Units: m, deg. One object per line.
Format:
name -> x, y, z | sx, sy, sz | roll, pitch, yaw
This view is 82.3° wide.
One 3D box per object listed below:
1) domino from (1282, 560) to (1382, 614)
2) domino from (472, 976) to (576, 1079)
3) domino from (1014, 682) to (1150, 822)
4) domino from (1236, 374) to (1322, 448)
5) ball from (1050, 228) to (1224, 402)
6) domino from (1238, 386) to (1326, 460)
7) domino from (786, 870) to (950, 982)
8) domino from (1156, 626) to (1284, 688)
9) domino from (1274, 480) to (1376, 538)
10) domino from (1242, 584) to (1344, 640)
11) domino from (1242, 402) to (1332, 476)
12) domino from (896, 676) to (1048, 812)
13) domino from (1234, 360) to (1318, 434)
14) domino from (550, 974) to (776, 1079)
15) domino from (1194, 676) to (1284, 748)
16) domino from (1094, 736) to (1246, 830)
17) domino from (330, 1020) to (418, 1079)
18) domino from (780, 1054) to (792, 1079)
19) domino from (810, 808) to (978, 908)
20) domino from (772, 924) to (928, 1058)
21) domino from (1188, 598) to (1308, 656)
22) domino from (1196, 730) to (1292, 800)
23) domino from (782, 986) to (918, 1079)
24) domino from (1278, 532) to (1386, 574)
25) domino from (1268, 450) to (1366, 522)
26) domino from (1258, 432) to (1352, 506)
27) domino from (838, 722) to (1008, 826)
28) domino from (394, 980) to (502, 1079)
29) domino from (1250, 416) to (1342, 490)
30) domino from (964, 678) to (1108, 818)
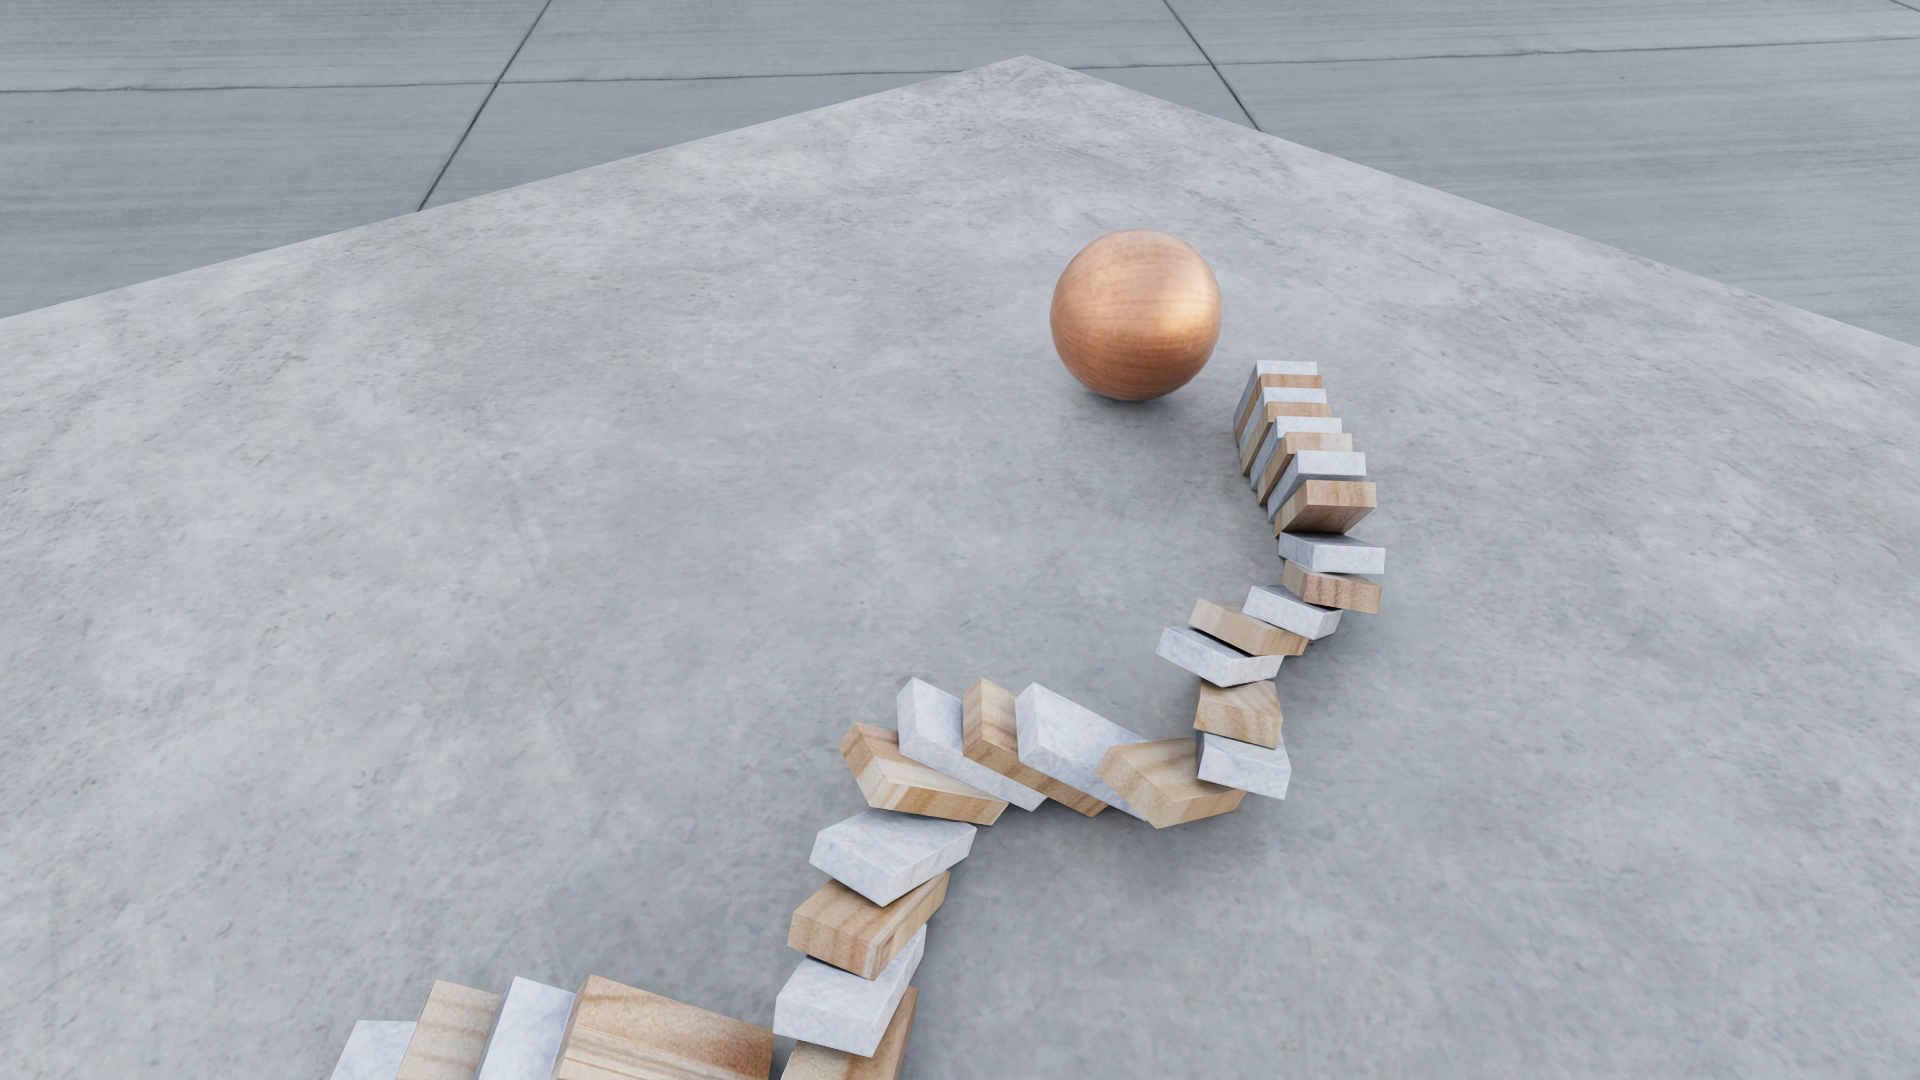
domino -> 0.135, 0.016, 0.402 | 0.025, 0.009, 0.050 | 9, 6, 7
domino -> -0.090, 0.127, 0.268 | 0.050, 0.010, 0.025 | 26, 35, -19
domino -> 0.040, 0.066, 0.341 | 0.050, 0.010, 0.025 | 29, 33, -23
domino -> 0.139, -0.056, 0.481 | 0.025, 0.050, 0.009 | 2, 68, 3
ball -> 0.083, -0.105, 0.516 | 0.080, 0.080, 0.080 | 0, 39, 0
domino -> 0.138, -0.049, 0.472 | 0.025, 0.050, 0.009 | 2, 68, 3
domino -> -0.024, 0.100, 0.301 | 0.025, 0.010, 0.050 | 15, 10, 18
domino -> 0.089, 0.039, 0.375 | 0.025, 0.010, 0.050 | 27, 13, 33
domino -> 0.141, -0.011, 0.428 | 0.025, 0.050, 0.009 | 2, 76, 3
domino -> 0.119, 0.025, 0.391 | 0.025, 0.010, 0.050 | 23, 8, 25
domino -> 0.137, -0.042, 0.464 | 0.025, 0.050, 0.009 | 2, 68, 3
domino -> 0.004, 0.064, 0.342 | 0.050, 0.009, 0.025 | 29, 27, -23
domino -> 0.139, -0.062, 0.489 | 0.025, 0.050, 0.009 | 2, 68, 3
domino -> -0.072, 0.127, 0.268 | 0.050, 0.010, 0.025 | 26, 35, -18
domino -> 0.090, 0.053, 0.357 | 0.025, 0.010, 0.050 | 13, 8, 12
domino -> 0.065, 0.073, 0.333 | 0.025, 0.009, 0.050 | 39, 19, 35
domino -> -0.131, 0.136, 0.277 | 0.050, 0.010, 0.025 | 1, 39, 1
domino -> -0.038, 0.150, 0.260 | 0.025, 0.010, 0.050 | 11, 41, 13
domino -> -0.018, 0.088, 0.316 | 0.025, 0.010, 0.050 | 22, 11, 25
domino -> -0.027, 0.113, 0.286 | 0.025, 0.010, 0.050 | 9, 8, 11
domino -> 0.102, 0.030, 0.383 | 0.025, 0.009, 0.050 | 27, 10, 33
domino -> 0.087, 0.065, 0.343 | 0.025, 0.009, 0.050 | 13, 9, 10
domino -> -0.028, 0.128, 0.271 | 0.025, 0.009, 0.050 | 8, 16, 6
domino -> 0.140, 0.004, 0.417 | 0.025, 0.009, 0.050 | 2, 6, 2
domino -> 0.141, -0.020, 0.438 | 0.025, 0.050, 0.010 | 2, 70, 3
domino -> 0.139, -0.028, 0.447 | 0.025, 0.050, 0.010 | 2, 68, 3
domino -> -0.011, 0.071, 0.333 | 0.050, 0.010, 0.025 | 22, 21, -41
domino -> -0.109, 0.128, 0.269 | 0.050, 0.010, 0.025 | 24, 36, -17
domino -> 0.138, -0.035, 0.455 | 0.025, 0.050, 0.009 | 2, 68, 3
domino -> 0.024, 0.065, 0.342 | 0.050, 0.010, 0.025 | 30, 33, -22
